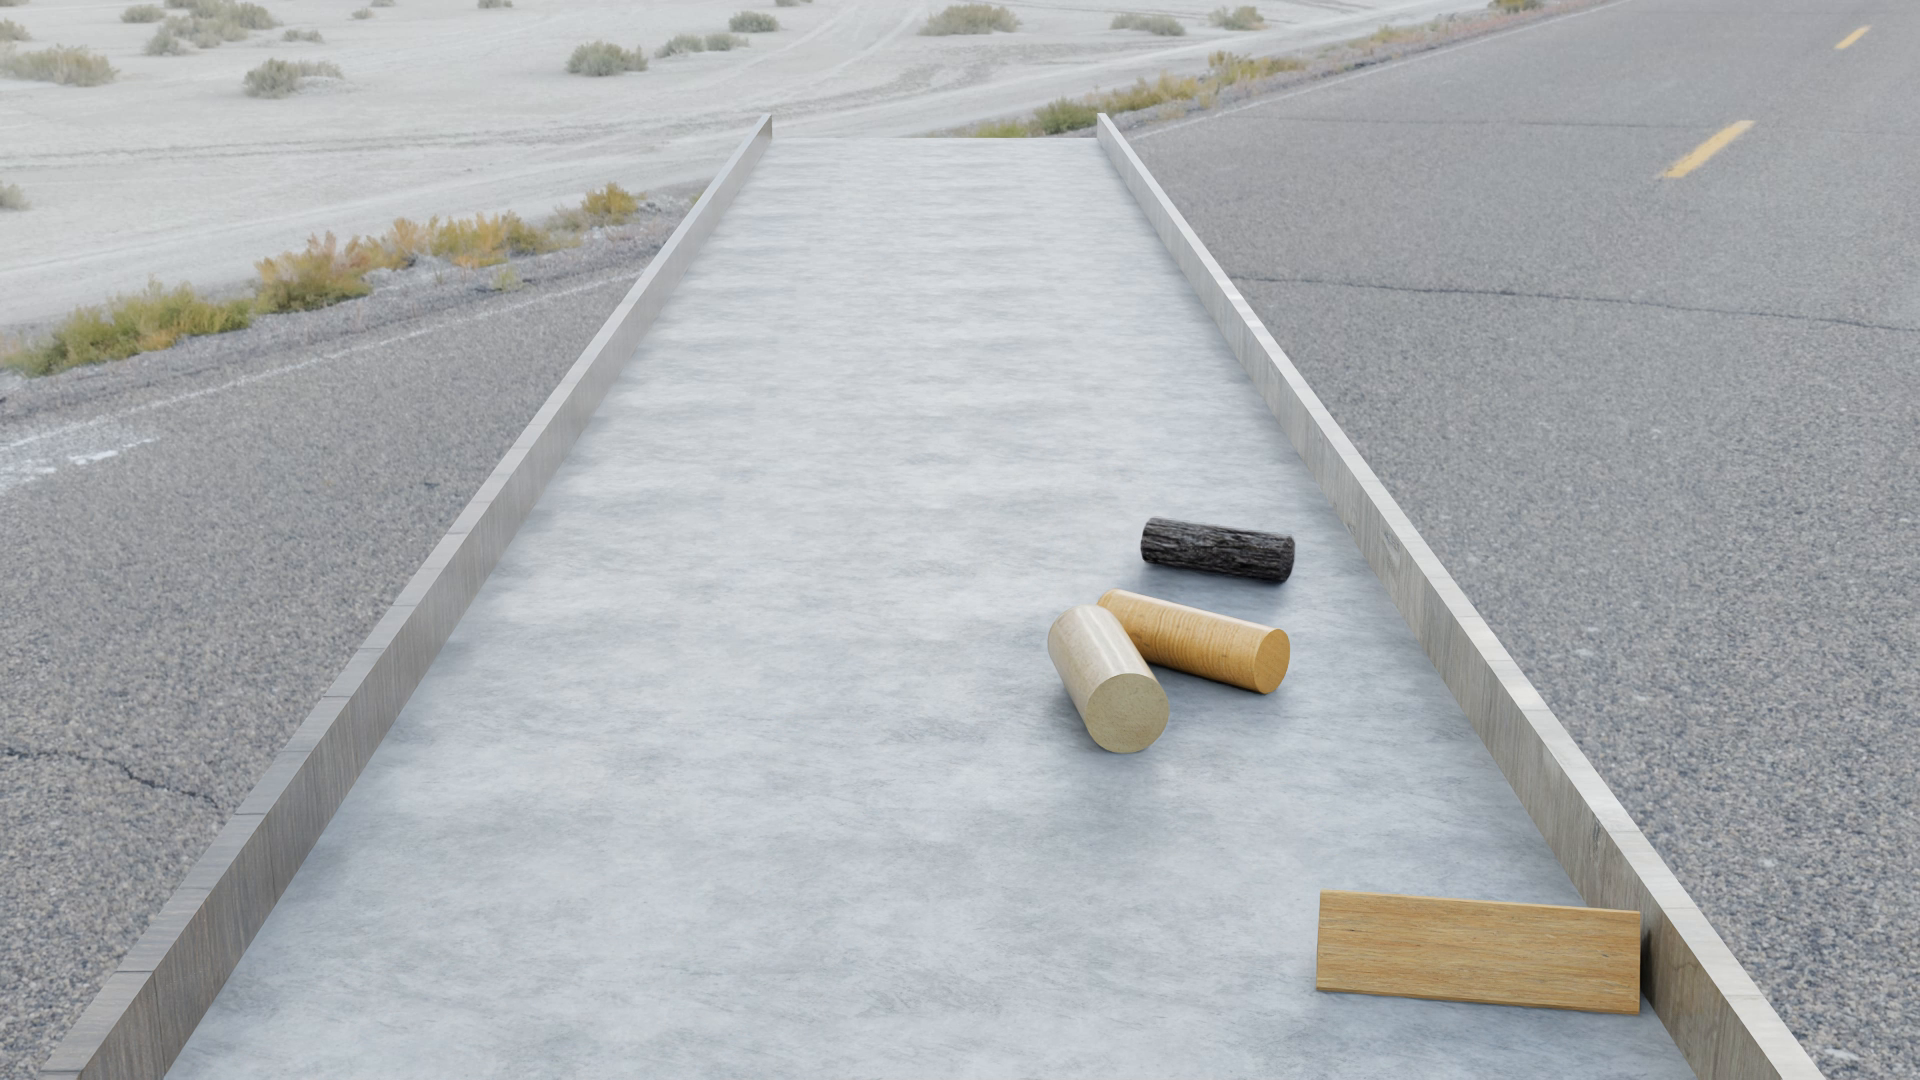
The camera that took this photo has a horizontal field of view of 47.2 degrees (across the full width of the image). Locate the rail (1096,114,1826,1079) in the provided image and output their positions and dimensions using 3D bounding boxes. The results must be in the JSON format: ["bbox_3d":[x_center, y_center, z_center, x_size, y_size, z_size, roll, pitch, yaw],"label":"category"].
[{"bbox_3d":[0.932,-0.844,7.801,0.050,0.150,12.000,0,17,-1],"label":"rail"}]

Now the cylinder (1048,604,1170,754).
[{"bbox_3d":[0.272,0.253,4.107,0.153,0.153,0.394,-2,17,-7],"label":"cylinder"}]

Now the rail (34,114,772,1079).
[{"bbox_3d":[-1.118,-0.838,7.780,0.050,0.150,12.000,0,17,-1],"label":"rail"}]

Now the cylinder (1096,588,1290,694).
[{"bbox_3d":[0.452,0.197,4.343,0.389,0.128,0.128,14,21,39],"label":"cylinder"}]

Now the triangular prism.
[{"bbox_3d":[0.728,0.564,3.106,0.438,0.120,0.139,3,16,9],"label":"triangular prism"}]

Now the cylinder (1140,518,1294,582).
[{"bbox_3d":[0.582,0.022,4.973,0.331,0.103,0.103,8,19,26],"label":"cylinder"}]
